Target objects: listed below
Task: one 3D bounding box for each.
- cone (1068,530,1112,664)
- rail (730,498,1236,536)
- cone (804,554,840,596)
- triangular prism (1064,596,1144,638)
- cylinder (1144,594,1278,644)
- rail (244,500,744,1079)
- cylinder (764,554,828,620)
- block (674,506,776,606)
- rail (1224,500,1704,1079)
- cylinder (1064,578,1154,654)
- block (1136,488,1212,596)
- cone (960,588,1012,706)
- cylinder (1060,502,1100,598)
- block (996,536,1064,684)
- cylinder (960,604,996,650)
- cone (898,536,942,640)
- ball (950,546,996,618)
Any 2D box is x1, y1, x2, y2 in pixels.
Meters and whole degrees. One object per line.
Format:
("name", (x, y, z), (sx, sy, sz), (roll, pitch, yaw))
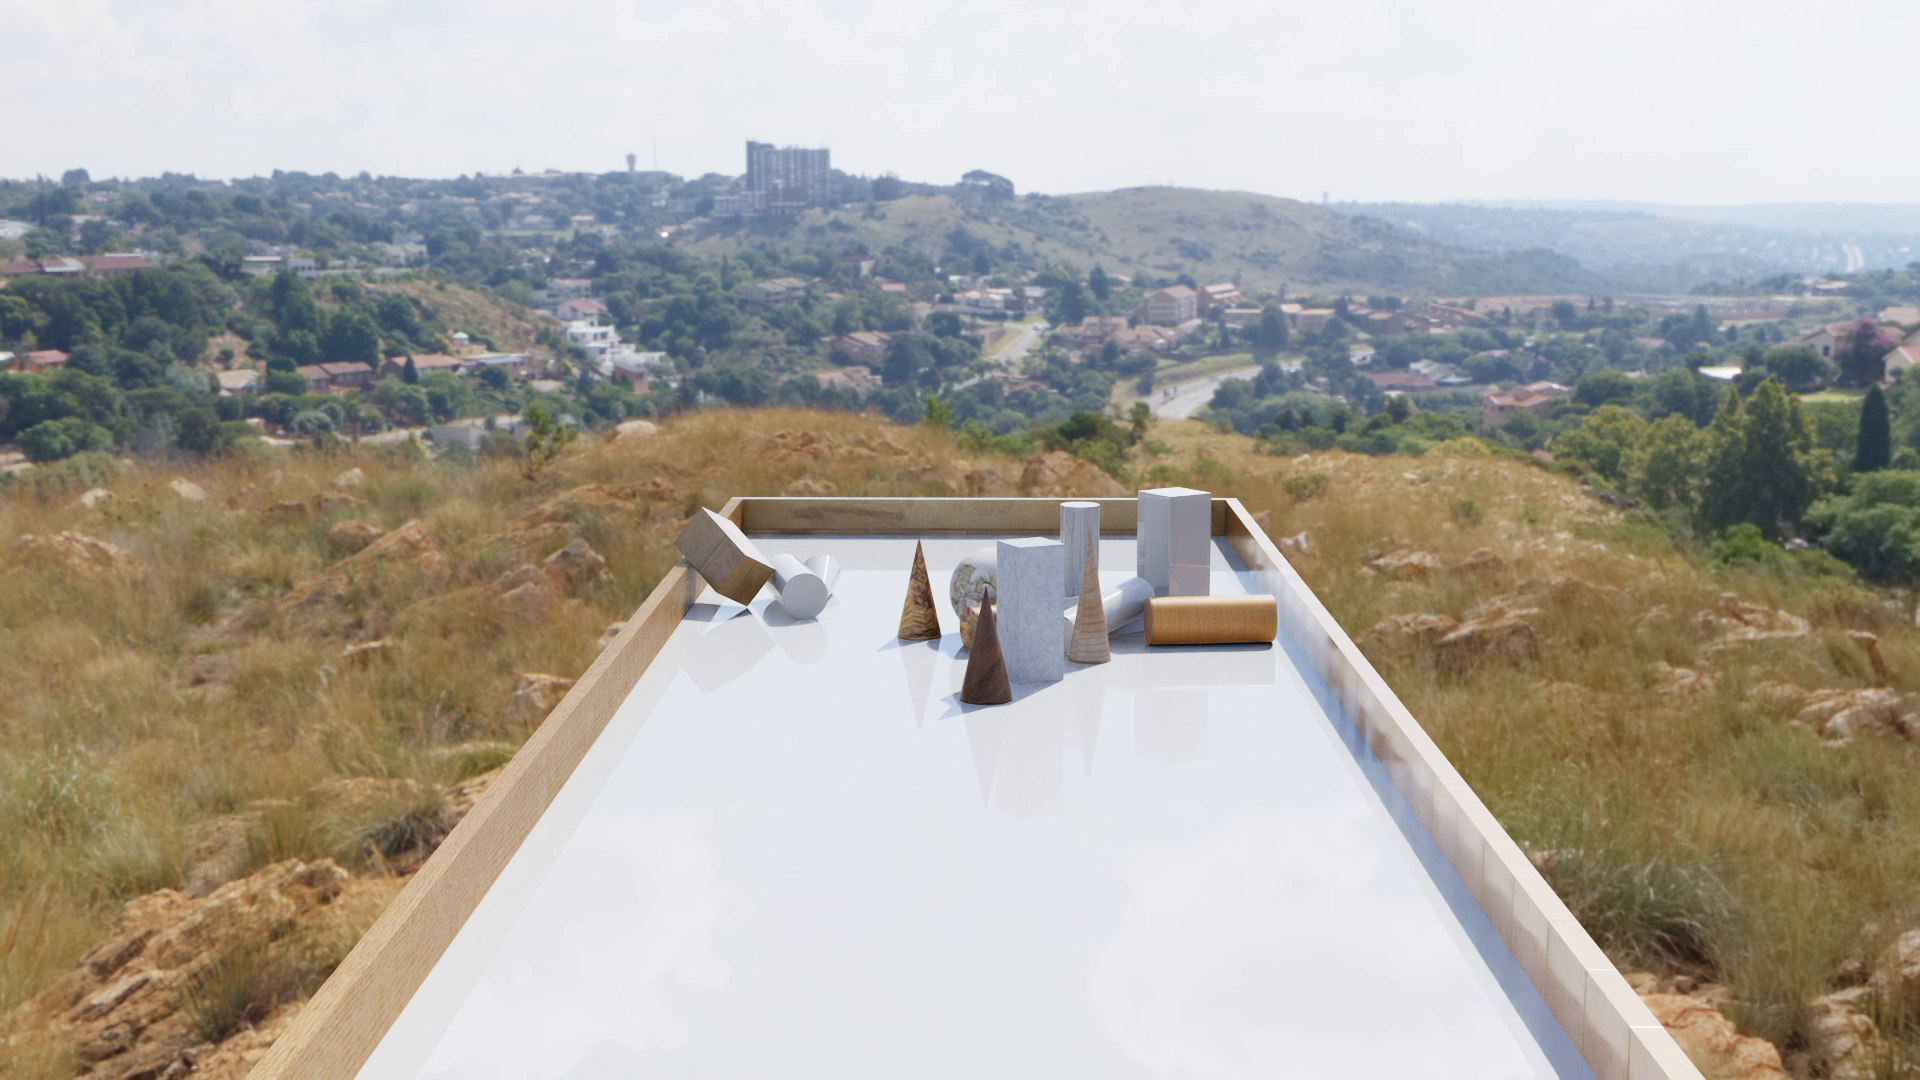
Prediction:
("cone", (0.396, 0.167, 6.673), (0.131, 0.401, 0.131), (0, 9, 0))
("rail", (0.099, -0.098, 9.147), (2.100, 0.150, 0.050), (0, 9, 1))
("cone", (-0.486, 0.179, 7.656), (0.141, 0.141, 0.359), (0, 20, -2))
("triangular prism", (0.458, 0.234, 7.096), (0.375, 0.129, 0.149), (-6, 11, -34))
("cylinder", (0.790, 0.251, 6.950), (0.398, 0.150, 0.150), (-1, 9, -6))
("rail", (-1.004, 0.839, 3.234), (0.050, 0.150, 12.000), (0, 9, 1))
("cylinder", (-0.567, 0.157, 7.523), (0.156, 0.156, 0.412), (-2, 9, -14))
("block", (-0.812, 0.057, 7.574), (0.164, 0.164, 0.308), (29, 12, -50))
("rail", (1.046, 0.843, 3.208), (0.050, 0.150, 12.000), (0, 9, 1))
("cylinder", (0.446, 0.235, 6.926), (0.125, 0.125, 0.410), (8, 21, 40))
("block", (0.699, 0.062, 7.201), (0.170, 0.443, 0.170), (-6, 11, -33))
("cone", (0.073, 0.286, 6.161), (0.152, 0.327, 0.152), (0, 9, 0))
("cylinder", (0.391, 0.083, 7.198), (0.128, 0.403, 0.128), (0, 9, 0))
("block", (0.205, 0.205, 6.427), (0.147, 0.403, 0.147), (-4, 10, -25))
("cylinder", (0.164, 0.266, 6.887), (0.301, 0.139, 0.139), (-4, 10, -25))
("cone", (-0.130, 0.147, 7.037), (0.145, 0.327, 0.145), (0, 9, 0))
("ball", (0.107, 0.164, 7.067), (0.284, 0.284, 0.284), (0, 9, 0))
